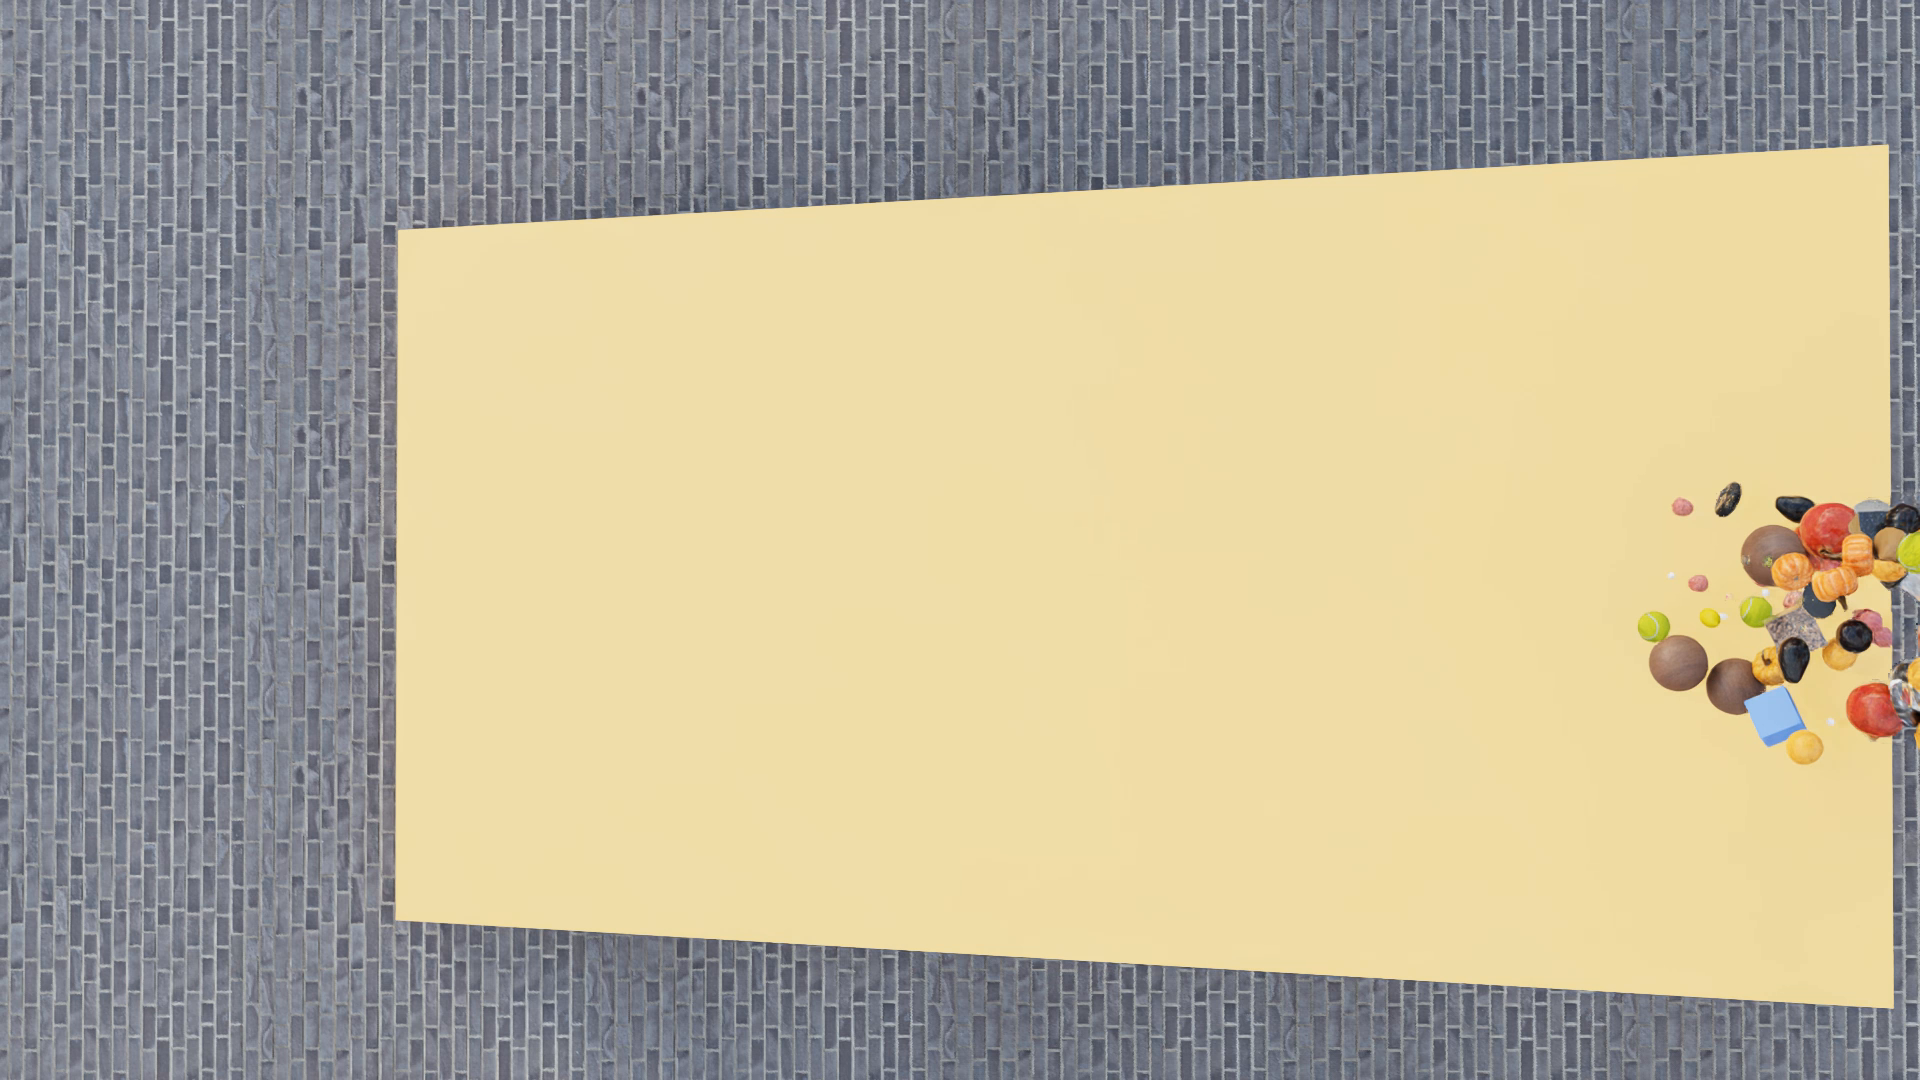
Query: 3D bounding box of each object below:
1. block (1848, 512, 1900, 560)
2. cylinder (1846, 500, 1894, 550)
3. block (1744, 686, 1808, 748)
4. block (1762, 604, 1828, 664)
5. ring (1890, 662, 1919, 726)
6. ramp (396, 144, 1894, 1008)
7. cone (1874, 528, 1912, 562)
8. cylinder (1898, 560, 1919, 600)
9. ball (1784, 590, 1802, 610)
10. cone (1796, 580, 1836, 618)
[{"bbox_3d":[1.672,-0.008,4.019,0.069,0.069,0.069,-1,71,7],"label":"block"},{"bbox_3d":[1.944,-0.026,4.695,0.088,0.088,0.088,-6,56,8],"label":"cylinder"},{"bbox_3d":[1.799,0.389,4.848,0.091,0.091,0.091,-26,61,21],"label":"block"},{"bbox_3d":[1.789,0.198,4.713,0.094,0.094,0.094,-28,84,17],"label":"block"},{"bbox_3d":[1.789,0.290,4.130,0.123,0.041,0.123,12,71,-38],"label":"ring"},{"bbox_3d":[0.278,0.092,5.781,4.000,0.100,2.000,0,89,19],"label":"ramp"},{"bbox_3d":[1.651,0.022,3.919,0.068,0.068,0.068,-32,89,-42],"label":"cone"},{"bbox_3d":[1.874,0.080,4.230,0.090,0.090,0.090,39,89,20],"label":"cylinder"},{"bbox_3d":[1.916,0.145,5.032,0.061,0.061,0.061,0,89,0],"label":"ball"},{"bbox_3d":[1.668,0.120,4.326,0.076,0.076,0.076,1,84,-14],"label":"cone"}]
